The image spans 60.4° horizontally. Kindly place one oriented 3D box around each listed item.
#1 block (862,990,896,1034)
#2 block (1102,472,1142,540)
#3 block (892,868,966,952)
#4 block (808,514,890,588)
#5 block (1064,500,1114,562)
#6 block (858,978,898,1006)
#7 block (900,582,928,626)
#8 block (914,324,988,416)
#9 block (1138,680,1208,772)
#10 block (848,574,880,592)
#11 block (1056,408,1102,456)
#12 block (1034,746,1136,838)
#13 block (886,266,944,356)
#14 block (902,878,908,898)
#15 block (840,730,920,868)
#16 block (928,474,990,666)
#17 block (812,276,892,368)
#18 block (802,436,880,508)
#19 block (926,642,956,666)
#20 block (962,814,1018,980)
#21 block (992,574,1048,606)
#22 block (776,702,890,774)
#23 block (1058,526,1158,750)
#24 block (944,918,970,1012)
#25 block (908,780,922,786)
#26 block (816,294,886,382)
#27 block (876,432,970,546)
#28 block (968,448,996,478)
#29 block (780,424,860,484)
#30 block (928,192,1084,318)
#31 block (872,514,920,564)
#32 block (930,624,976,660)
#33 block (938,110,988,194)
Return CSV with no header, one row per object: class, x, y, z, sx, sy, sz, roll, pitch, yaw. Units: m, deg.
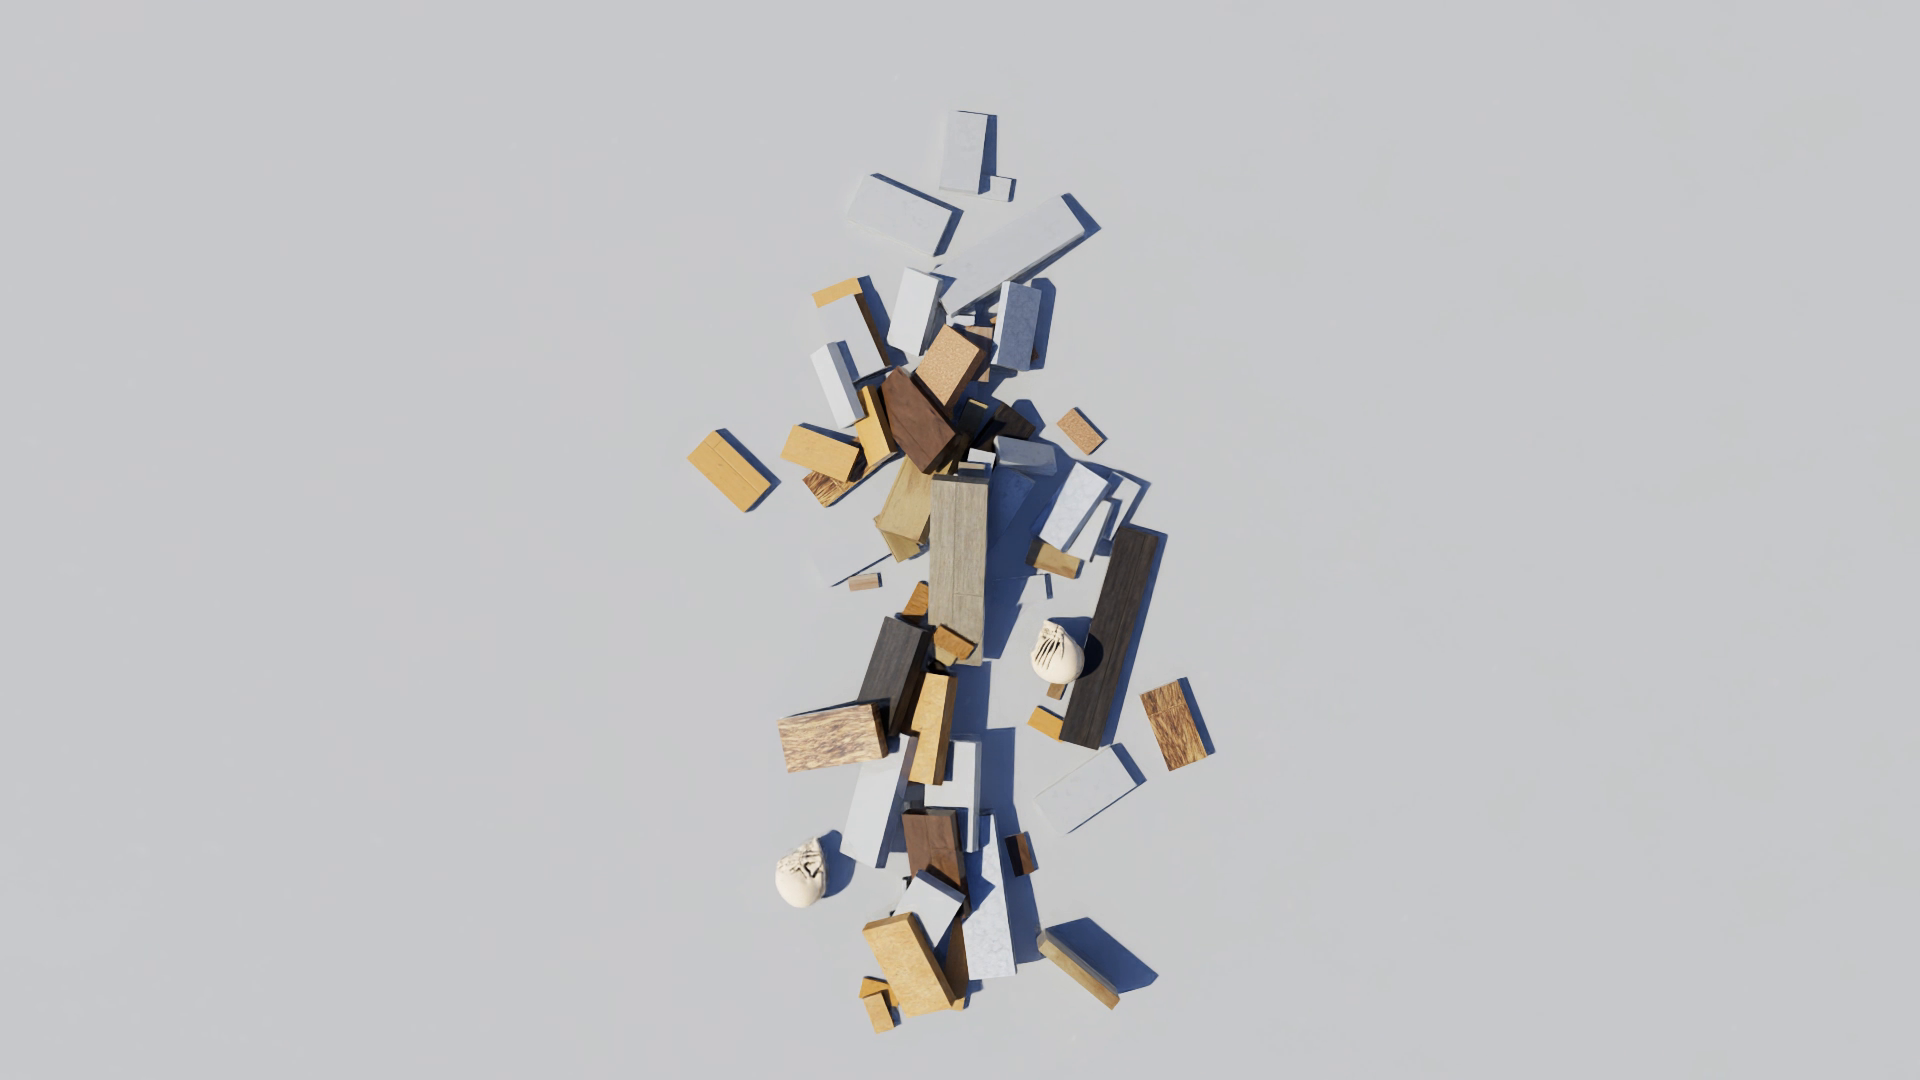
block,-0.270,1.569,5.477,0.066,0.019,0.132,-19,99,6
block,0.506,-0.112,5.478,0.103,0.029,0.206,29,90,8
block,-0.134,1.251,5.393,0.173,0.049,0.346,30,117,5
block,-0.356,0.037,5.481,0.266,0.038,0.133,-29,90,0
block,0.423,-0.038,5.445,0.103,0.029,0.206,19,85,29
block,-0.265,1.504,5.491,0.132,0.019,0.066,14,90,0
block,-0.138,0.212,5.491,0.067,0.019,0.133,28,90,0
block,-0.071,-0.515,5.399,0.171,0.049,0.343,40,104,31
block,0.707,0.616,5.481,0.136,0.039,0.272,-21,90,0
block,-0.321,0.141,5.493,0.098,0.014,0.049,-8,90,0
block,0.398,-0.360,5.489,0.074,0.021,0.149,-44,90,0
block,0.414,0.836,5.478,0.309,0.044,0.154,-34,90,0
block,-0.149,-0.749,5.414,0.131,0.037,0.262,25,112,24
block,-0.183,1.171,5.477,0.013,0.046,0.093,-2,90,0
block,-0.267,0.839,5.424,0.173,0.049,0.442,15,90,42
block,-0.007,0.103,5.325,0.179,0.051,0.651,5,116,8
block,-0.359,-0.698,5.478,0.158,0.045,0.315,-22,90,0
block,-0.393,-0.227,5.483,0.239,0.034,0.120,-38,90,0
block,-0.062,0.372,5.426,0.098,0.014,0.049,32,116,-5
block,0.075,1.174,5.437,0.154,0.044,0.524,-9,86,11
block,0.199,0.167,5.488,0.172,0.024,0.086,-6,90,0
block,-0.418,0.648,5.402,0.358,0.051,0.179,-12,90,25
block,0.492,0.325,5.471,0.136,0.039,0.734,16,88,0
block,0.020,1.281,5.488,0.085,0.024,0.564,11,90,0
block,-0.100,0.762,5.488,0.169,0.024,0.085,-11,90,0
block,-0.360,-0.663,5.437,0.133,0.038,0.265,-24,90,0
block,-0.123,-0.190,5.405,0.171,0.049,0.390,18,79,28
block,0.056,-0.206,5.340,0.084,0.024,0.168,12,90,0
block,-0.462,-0.284,5.455,0.239,0.034,0.120,21,84,11
block,0.147,-0.938,5.435,0.529,0.045,0.157,-33,81,-7
block,-0.210,-0.017,5.454,0.086,0.024,0.172,-28,90,-12
block,-0.025,0.335,5.399,0.133,0.019,0.067,32,116,-5
block,0.010,-1.284,5.467,0.131,0.037,0.262,7,83,0
